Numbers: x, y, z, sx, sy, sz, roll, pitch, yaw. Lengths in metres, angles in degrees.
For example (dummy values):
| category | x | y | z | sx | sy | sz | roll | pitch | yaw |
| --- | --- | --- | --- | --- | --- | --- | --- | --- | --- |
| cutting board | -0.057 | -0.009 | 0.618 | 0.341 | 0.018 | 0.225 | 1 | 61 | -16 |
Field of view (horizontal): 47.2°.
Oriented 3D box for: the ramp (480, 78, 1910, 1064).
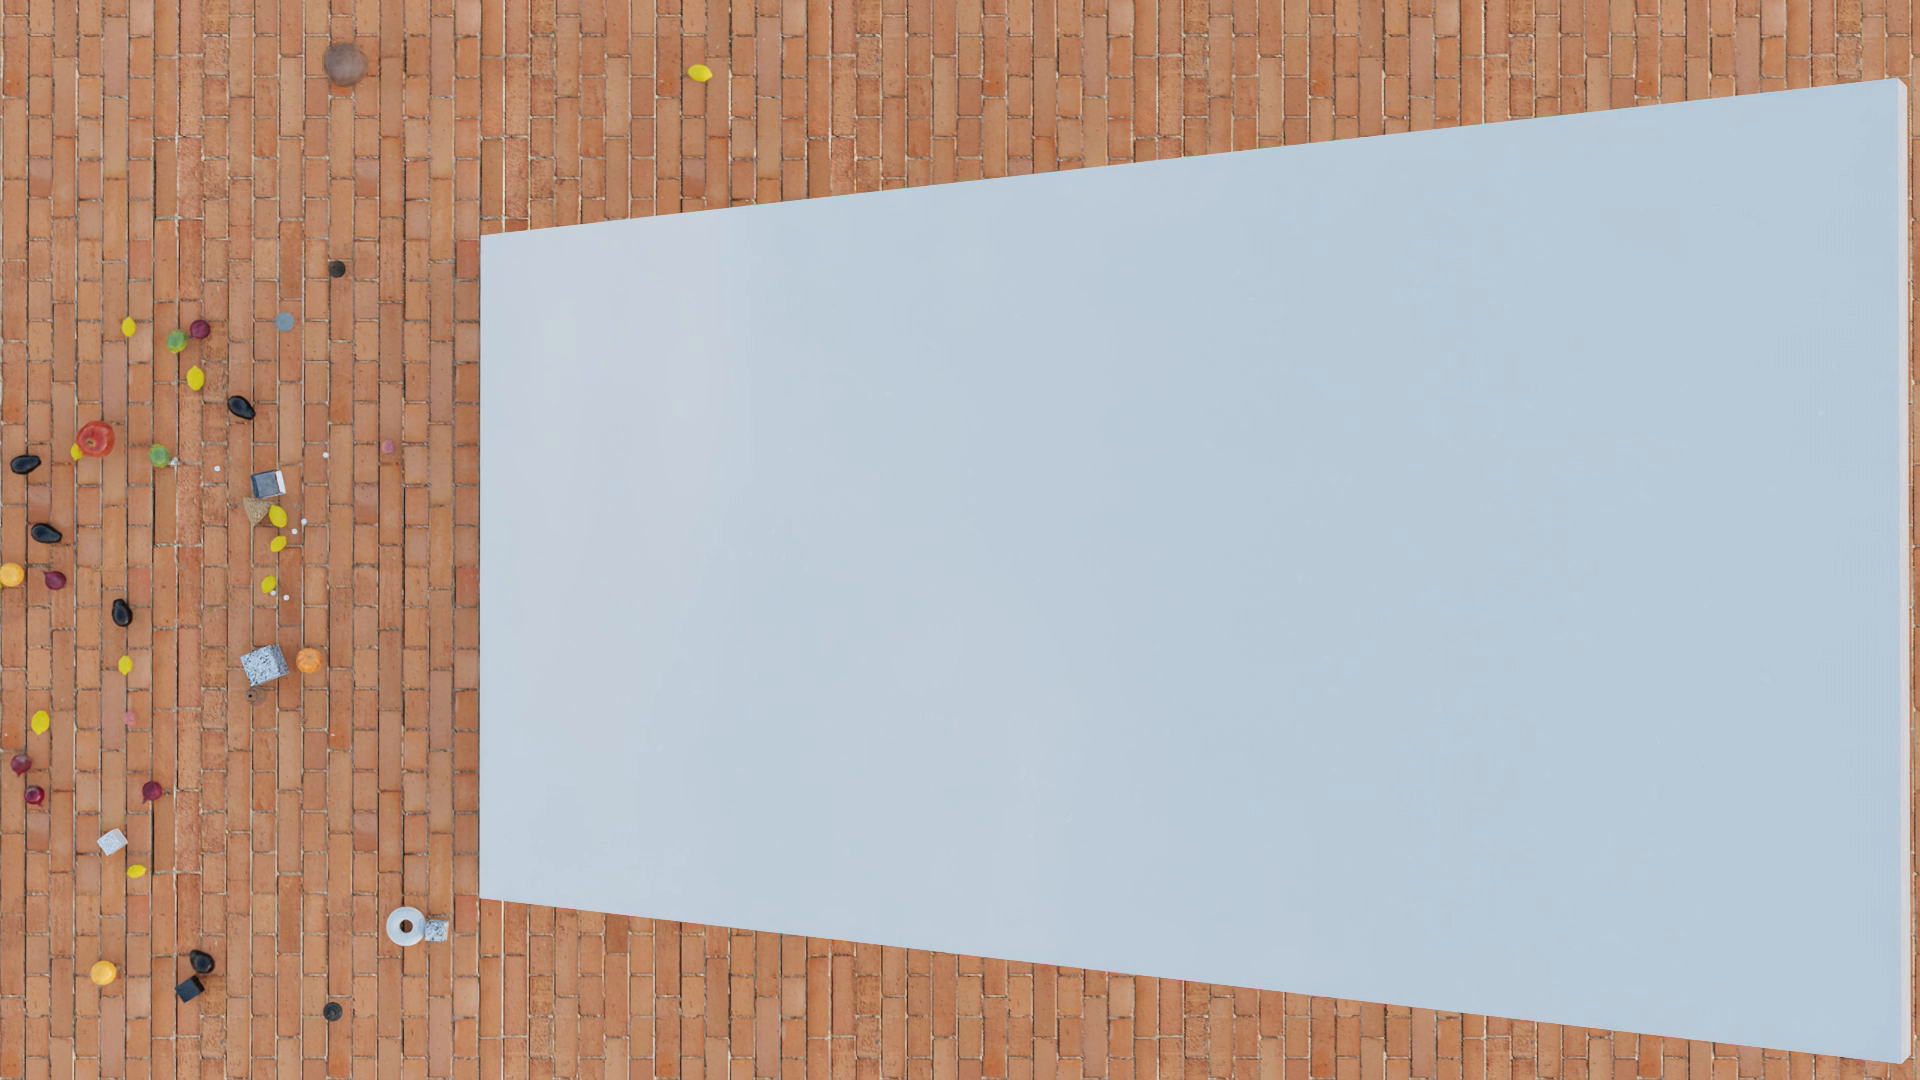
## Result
| category | x | y | z | sx | sy | sz | roll | pitch | yaw |
| --- | --- | --- | --- | --- | --- | --- | --- | --- | --- |
| ramp | 0.256 | 0.070 | 5.591 | 4.000 | 0.100 | 2.000 | 0 | 89 | 33 |

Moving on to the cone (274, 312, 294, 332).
| category | x | y | z | sx | sy | sz | roll | pitch | yaw |
| --- | --- | --- | --- | --- | --- | --- | --- | --- | --- |
| cone | -2.068 | -0.668 | 6.699 | 0.059 | 0.059 | 0.059 | 0 | 90 | 0 |

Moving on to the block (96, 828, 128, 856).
| category | x | y | z | sx | sy | sz | roll | pitch | yaw |
| --- | --- | --- | --- | --- | --- | --- | --- | --- | --- |
| block | -2.577 | 0.918 | 6.688 | 0.055 | 0.055 | 0.055 | -36 | 90 | 0 |

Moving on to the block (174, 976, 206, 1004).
| category | x | y | z | sx | sy | sz | roll | pitch | yaw |
| --- | --- | --- | --- | --- | --- | --- | --- | --- | --- |
| block | -2.341 | 1.365 | 6.684 | 0.055 | 0.055 | 0.055 | -34 | 90 | 0 |

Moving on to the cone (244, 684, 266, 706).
| category | x | y | z | sx | sy | sz | roll | pitch | yaw |
| --- | --- | --- | --- | --- | --- | --- | --- | --- | --- |
| cone | -2.153 | 0.473 | 6.686 | 0.067 | 0.067 | 0.067 | 0 | 90 | 0 |

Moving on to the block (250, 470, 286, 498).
| category | x | y | z | sx | sy | sz | roll | pitch | yaw |
| --- | --- | --- | --- | --- | --- | --- | --- | --- | --- |
| block | -2.104 | -0.169 | 6.689 | 0.072 | 0.072 | 0.072 | -13 | 90 | 0 |

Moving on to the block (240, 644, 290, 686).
| category | x | y | z | sx | sy | sz | roll | pitch | yaw |
| --- | --- | --- | --- | --- | --- | --- | --- | --- | --- |
| block | -2.109 | 0.379 | 6.673 | 0.094 | 0.094 | 0.094 | -22 | 90 | 0 |

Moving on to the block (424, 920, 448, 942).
| category | x | y | z | sx | sy | sz | roll | pitch | yaw |
| --- | --- | --- | --- | --- | --- | --- | --- | --- | --- |
| block | -1.591 | 1.188 | 6.685 | 0.055 | 0.055 | 0.055 | 5 | 90 | 0 |

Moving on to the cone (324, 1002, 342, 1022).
| category | x | y | z | sx | sy | sz | roll | pitch | yaw |
| --- | --- | --- | --- | --- | --- | --- | --- | --- | --- |
| cone | -1.914 | 1.440 | 6.681 | 0.059 | 0.059 | 0.059 | 0 | 90 | 0 |

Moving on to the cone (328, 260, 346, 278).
| category | x | y | z | sx | sy | sz | roll | pitch | yaw |
| --- | --- | --- | --- | --- | --- | --- | --- | --- | --- |
| cone | -1.907 | -0.830 | 6.703 | 0.054 | 0.054 | 0.054 | 0 | 90 | 0 |

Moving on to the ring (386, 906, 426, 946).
| category | x | y | z | sx | sy | sz | roll | pitch | yaw |
| --- | --- | --- | --- | --- | --- | --- | --- | --- | --- |
| ring | -1.685 | 1.176 | 6.693 | 0.121 | 0.040 | 0.121 | 0 | 90 | -1 |
